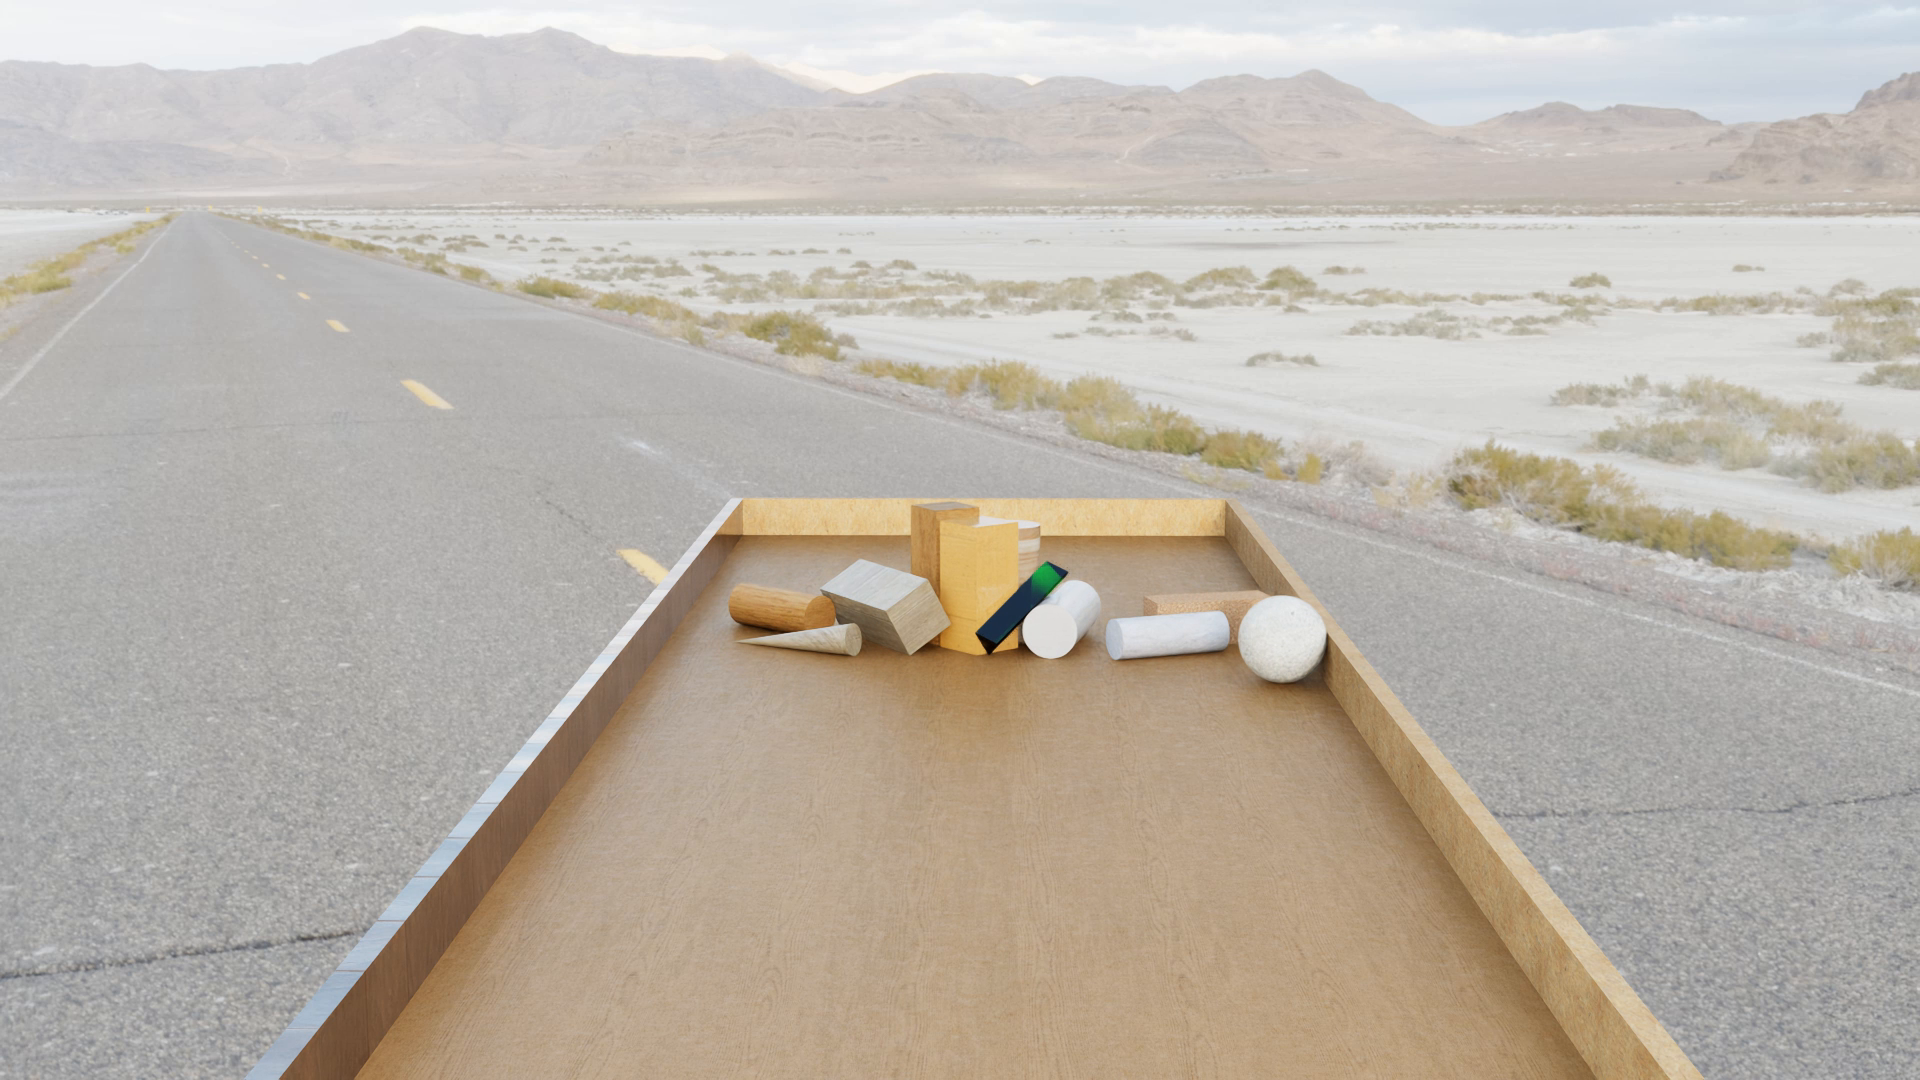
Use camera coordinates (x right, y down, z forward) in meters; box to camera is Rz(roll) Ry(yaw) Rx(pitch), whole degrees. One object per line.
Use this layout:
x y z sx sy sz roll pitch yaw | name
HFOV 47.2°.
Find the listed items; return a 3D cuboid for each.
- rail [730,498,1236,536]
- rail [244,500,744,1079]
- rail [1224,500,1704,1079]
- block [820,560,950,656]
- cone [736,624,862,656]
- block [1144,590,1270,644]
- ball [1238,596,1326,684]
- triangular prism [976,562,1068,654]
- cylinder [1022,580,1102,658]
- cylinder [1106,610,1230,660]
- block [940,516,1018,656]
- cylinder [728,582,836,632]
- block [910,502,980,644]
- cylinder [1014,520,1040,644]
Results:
0.099 -0.098 9.147 2.100 0.150 0.050 0 9 1 | rail
-1.004 0.839 3.234 0.050 0.150 12.000 0 9 1 | rail
1.046 0.843 3.208 0.050 0.150 12.000 0 9 1 | rail
-0.239 0.209 6.949 0.171 0.171 0.442 -36 24 -21 | block
-0.528 0.314 6.865 0.456 0.101 0.101 -2 7 28 | cone
0.790 0.250 6.986 0.391 0.140 0.140 -2 9 -14 | block
0.935 0.288 6.379 0.255 0.255 0.255 0 9 0 | ball
0.186 0.201 6.828 0.359 0.076 0.087 -44 -5 -29 | triangular prism
0.324 0.246 6.913 0.170 0.170 0.427 2 9 13 | cylinder
0.639 0.292 6.763 0.363 0.126 0.126 -4 10 -21 | cylinder
0.060 0.139 6.859 0.173 0.399 0.173 -8 12 -40 | block
-0.579 0.227 7.134 0.360 0.139 0.139 8 12 42 | cylinder
-0.048 0.103 6.997 0.159 0.427 0.159 -5 11 -31 | block
0.172 0.132 6.982 0.162 0.370 0.162 0 10 0 | cylinder
